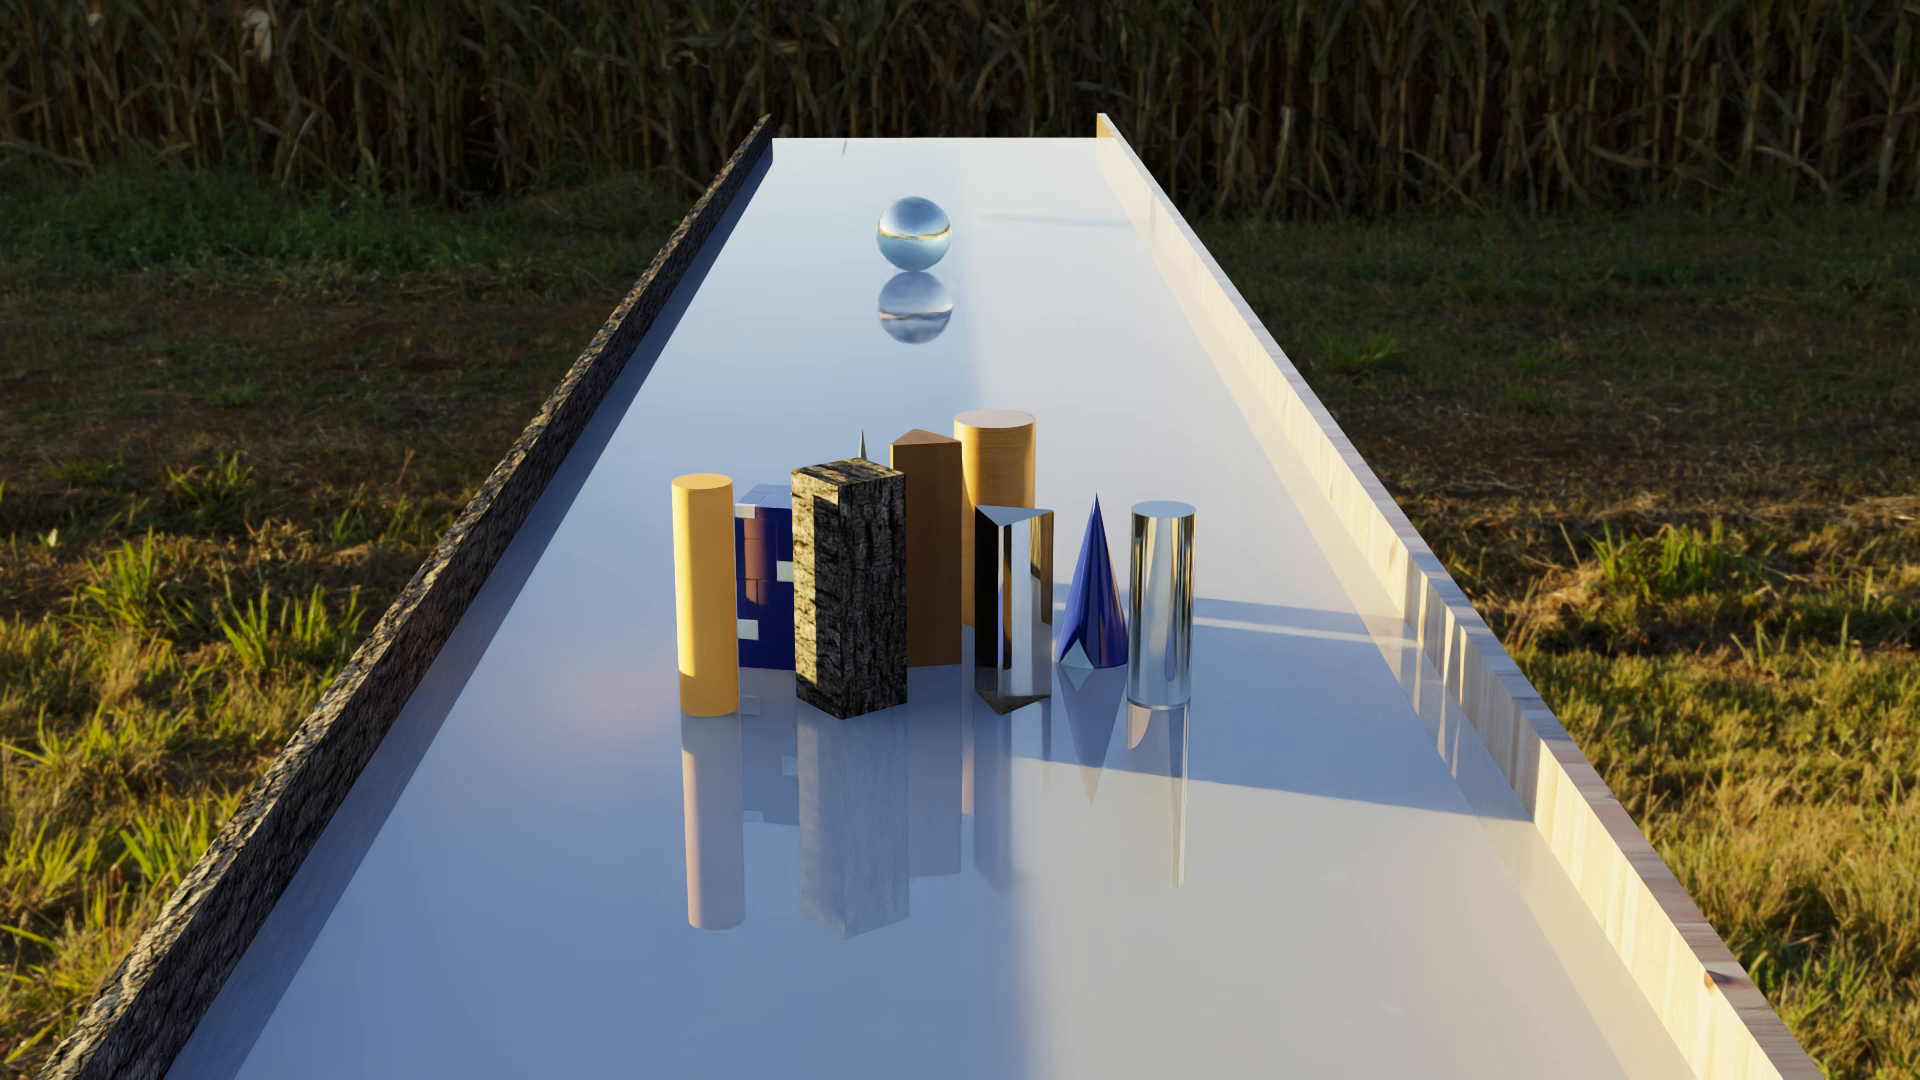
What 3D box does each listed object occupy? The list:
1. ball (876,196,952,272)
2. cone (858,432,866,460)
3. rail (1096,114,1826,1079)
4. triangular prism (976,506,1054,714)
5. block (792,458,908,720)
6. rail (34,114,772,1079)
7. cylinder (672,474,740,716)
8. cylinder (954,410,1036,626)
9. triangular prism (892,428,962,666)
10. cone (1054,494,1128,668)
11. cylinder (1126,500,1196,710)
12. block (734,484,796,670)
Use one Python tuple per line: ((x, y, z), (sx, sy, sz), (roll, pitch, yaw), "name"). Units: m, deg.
((-0.185, -1.230, 8.832), (0.302, 0.302, 0.302), (0, 17, 0), "ball")
((-0.204, -0.041, 4.647), (0.104, 0.409, 0.104), (0, 17, 0), "cone")
((0.932, -0.844, 7.801), (0.050, 0.150, 12.000), (0, 17, -1), "rail")
((0.078, 0.124, 4.163), (0.128, 0.369, 0.148), (15, 22, 41), "triangular prism")
((-0.207, 0.089, 4.135), (0.152, 0.451, 0.152), (-12, 21, -36), "block")
((-1.118, -0.838, 7.780), (0.050, 0.150, 12.000), (0, 17, -1), "rail")
((-0.474, 0.103, 4.105), (0.111, 0.441, 0.111), (0, 17, 0), "cylinder")
((0.073, -0.045, 4.622), (0.170, 0.432, 0.170), (0, 17, 0), "cylinder")
((-0.077, 0.015, 4.376), (0.140, 0.457, 0.121), (-3, 17, -11), "triangular prism")
((0.269, 0.067, 4.396), (0.163, 0.345, 0.163), (0, 17, 0), "cone")
((0.380, 0.123, 4.153), (0.122, 0.376, 0.122), (0, 17, 0), "cylinder")
((-0.343, 0.074, 4.393), (0.165, 0.333, 0.165), (3, 17, 11), "block")
